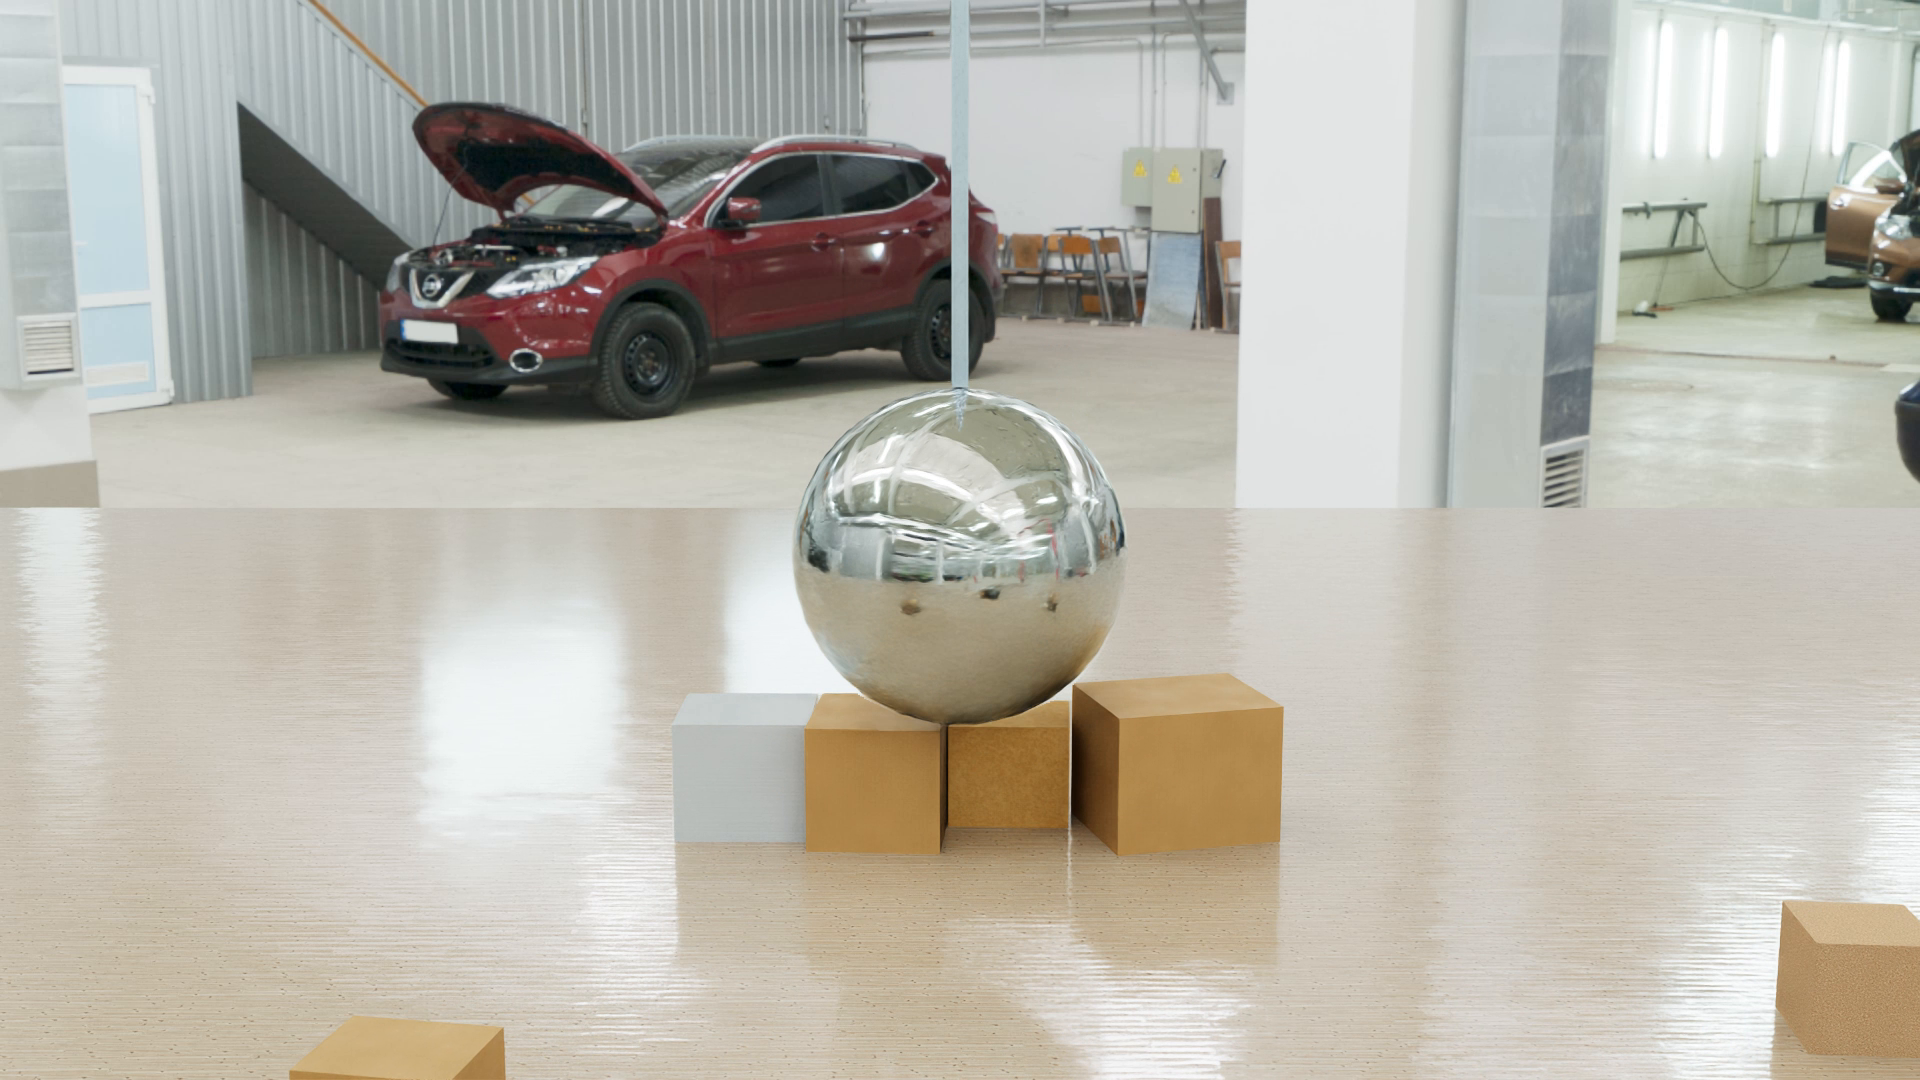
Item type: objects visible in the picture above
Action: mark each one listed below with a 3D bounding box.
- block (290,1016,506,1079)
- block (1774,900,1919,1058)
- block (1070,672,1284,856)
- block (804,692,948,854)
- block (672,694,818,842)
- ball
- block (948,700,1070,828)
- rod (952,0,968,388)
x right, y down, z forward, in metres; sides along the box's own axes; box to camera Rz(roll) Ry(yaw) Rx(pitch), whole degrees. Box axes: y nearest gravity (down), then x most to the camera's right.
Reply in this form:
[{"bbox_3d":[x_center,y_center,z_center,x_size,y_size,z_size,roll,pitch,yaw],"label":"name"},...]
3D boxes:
[{"bbox_3d":[-1.919,1.956,7.561,0.565,0.445,0.476,2,10,10],"label":"block"},{"bbox_3d":[3.564,1.738,8.735,0.478,0.454,0.487,1,10,5],"label":"block"},{"bbox_3d":[1.105,1.139,11.332,0.872,0.704,0.744,-3,11,-15],"label":"block"},{"bbox_3d":[-0.411,1.186,11.270,0.671,0.634,0.720,1,10,4],"label":"block"},{"bbox_3d":[-1.101,1.173,11.403,0.688,0.613,0.636,0,10,0],"label":"block"},{"bbox_3d":[0.000,0.077,10.446,1.600,1.600,1.600,0,10,0],"label":"ball"},{"bbox_3d":[0.262,1.174,11.609,0.624,0.536,0.558,0,10,2],"label":"block"},{"bbox_3d":[0.000,-3.317,10.253,0.080,5.200,0.080,0,3,0],"label":"rod"}]
